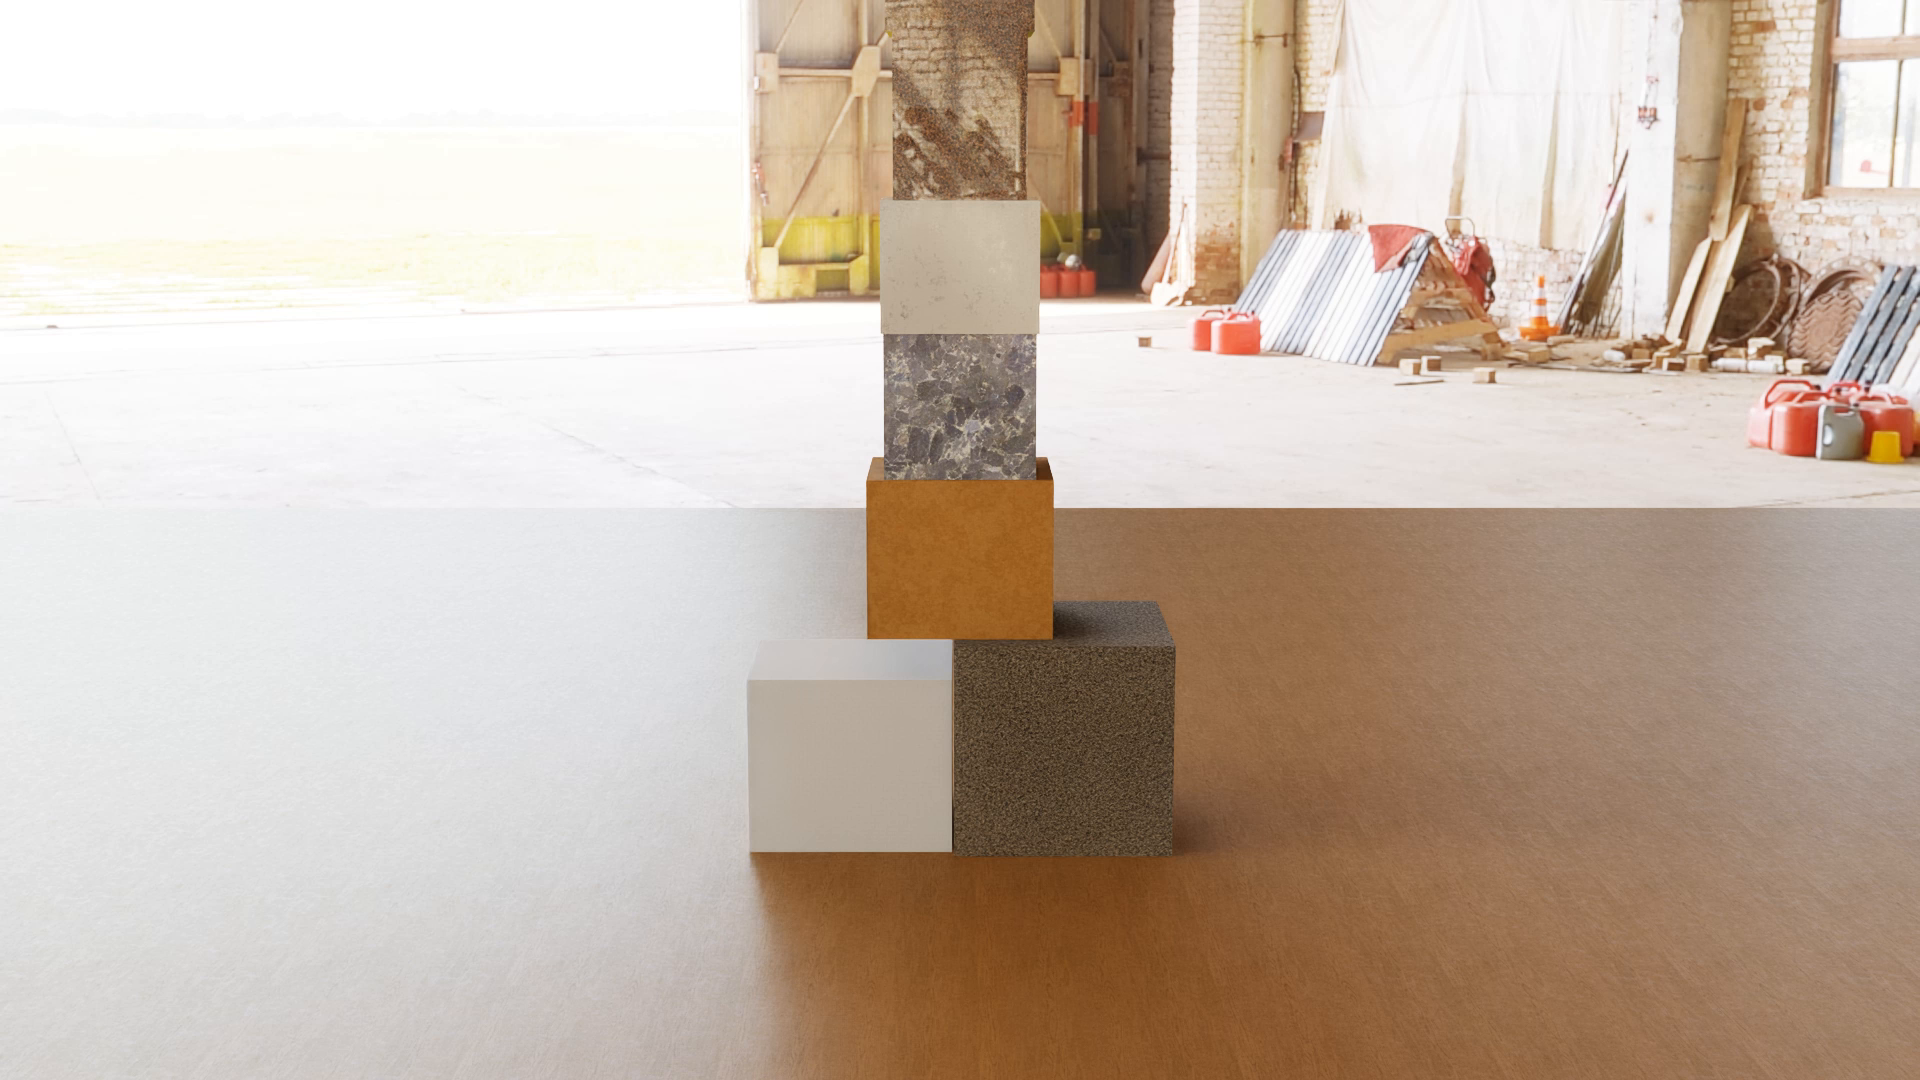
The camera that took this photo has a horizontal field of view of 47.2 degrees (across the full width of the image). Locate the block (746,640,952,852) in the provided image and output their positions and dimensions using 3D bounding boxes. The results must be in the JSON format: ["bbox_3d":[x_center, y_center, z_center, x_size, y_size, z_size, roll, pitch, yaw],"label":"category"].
[{"bbox_3d":[-0.546,1.044,11.352,1.012,0.885,0.895,0,10,0],"label":"block"}]

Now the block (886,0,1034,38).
[{"bbox_3d":[0.000,-2.792,10.664,0.707,0.663,0.682,0,10,0],"label":"block"}]

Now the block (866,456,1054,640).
[{"bbox_3d":[0.000,0.028,11.203,0.917,0.794,0.818,0,10,0],"label":"block"}]

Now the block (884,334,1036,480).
[{"bbox_3d":[0.000,-0.707,11.034,0.744,0.713,0.687,0,10,0],"label":"block"}]

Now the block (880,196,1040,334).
[{"bbox_3d":[0.000,-1.375,10.933,0.770,0.638,0.745,0,10,0],"label":"block"}]

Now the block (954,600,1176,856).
[{"bbox_3d":[0.511,0.949,11.349,1.083,1.071,1.074,0,10,0],"label":"block"}]

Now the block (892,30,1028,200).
[{"bbox_3d":[0.000,-2.075,10.787,0.642,0.791,0.714,0,10,0],"label":"block"}]
